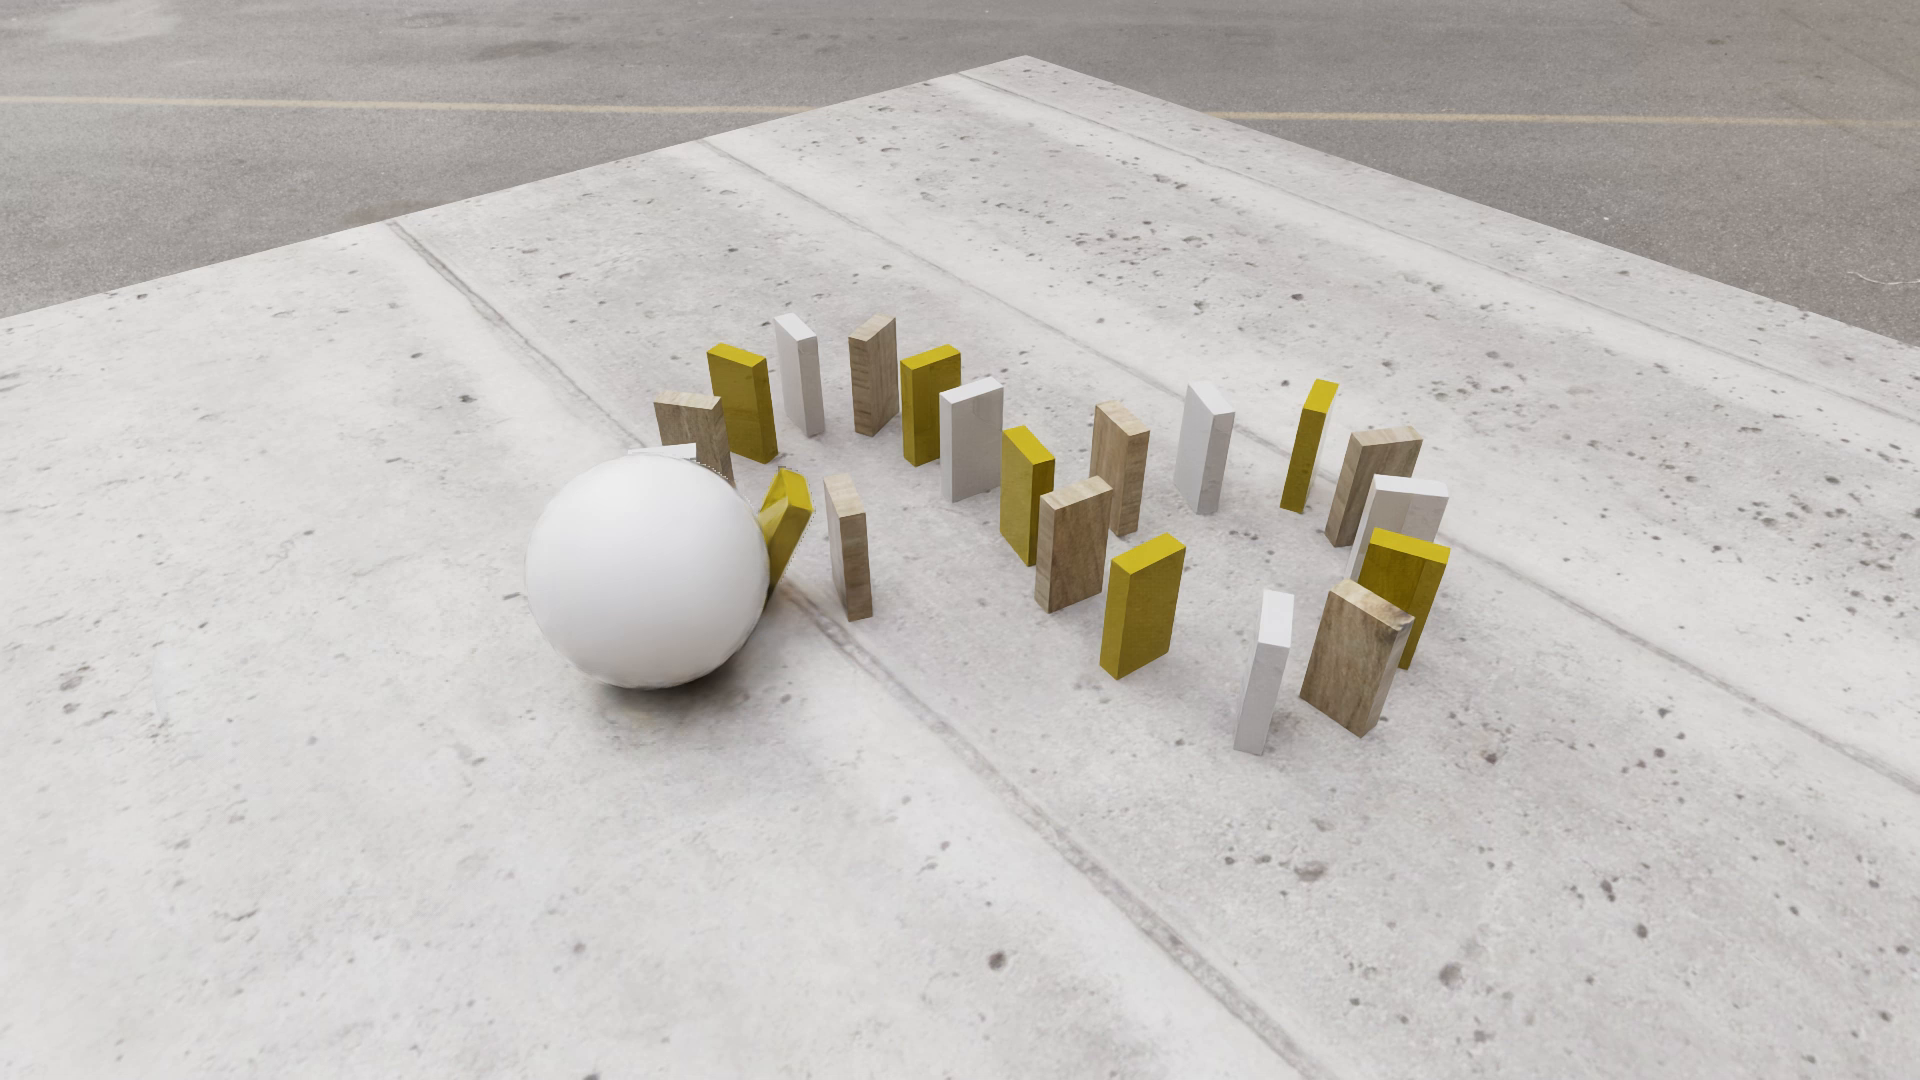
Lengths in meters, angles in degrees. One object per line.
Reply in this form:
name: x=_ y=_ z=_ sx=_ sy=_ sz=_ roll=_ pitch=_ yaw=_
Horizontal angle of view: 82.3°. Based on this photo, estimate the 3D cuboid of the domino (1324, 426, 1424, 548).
domino: x=0.164 y=-0.021 z=0.437 sx=0.025 sy=0.050 sz=0.009 roll=-7 pitch=40 yaw=-8

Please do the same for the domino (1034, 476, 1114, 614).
domino: x=0.042 y=0.002 z=0.409 sx=0.025 sy=0.050 sz=0.010 roll=-20 pitch=43 yaw=-23

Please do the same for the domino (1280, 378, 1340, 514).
domino: x=0.146 y=-0.039 z=0.459 sx=0.009 sy=0.050 sz=0.025 roll=17 pitch=42 yaw=20

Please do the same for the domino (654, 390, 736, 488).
domino: x=-0.109 y=-0.037 z=0.457 sx=0.025 sy=0.050 sz=0.009 roll=8 pitch=40 yaw=10

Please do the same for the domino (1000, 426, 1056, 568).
domino: x=0.026 y=-0.017 z=0.432 sx=0.010 sy=0.050 sz=0.025 roll=-17 pitch=42 yaw=-19

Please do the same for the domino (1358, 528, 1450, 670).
domino: x=0.151 y=0.021 z=0.386 sx=0.025 sy=0.050 sz=0.009 roll=18 pitch=43 yaw=20

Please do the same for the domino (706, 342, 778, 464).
domino: x=-0.095 y=-0.060 z=0.484 sx=0.025 sy=0.050 sz=0.010 roll=21 pitch=44 yaw=23

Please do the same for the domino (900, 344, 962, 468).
domino: x=-0.012 y=-0.059 z=0.483 sx=0.025 sy=0.050 sz=0.009 roll=-24 pitch=45 yaw=-26

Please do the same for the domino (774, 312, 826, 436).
domino: x=-0.073 y=-0.076 z=0.504 sx=0.010 sy=0.050 sz=0.025 roll=-21 pitch=44 yaw=-24

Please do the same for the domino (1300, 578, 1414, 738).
domino: x=0.130 y=0.039 z=0.363 sx=0.009 sy=0.050 sz=0.025 roll=-28 pitch=47 yaw=-30

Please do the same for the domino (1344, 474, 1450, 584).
domino: x=0.163 y=0.000 z=0.412 sx=0.025 sy=0.050 sz=0.010 roll=7 pitch=40 yaw=8

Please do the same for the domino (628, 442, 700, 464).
domino: x=-0.112 y=-0.013 z=0.427 sx=0.025 sy=0.050 sz=0.009 roll=-7 pitch=40 yaw=-8

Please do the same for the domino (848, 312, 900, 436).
domino: x=-0.039 y=-0.075 z=0.503 sx=0.009 sy=0.050 sz=0.025 roll=18 pitch=43 yaw=21

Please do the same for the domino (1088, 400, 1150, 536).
domino: x=0.064 y=-0.029 z=0.447 sx=0.010 sy=0.050 sz=0.025 roll=-17 pitch=42 yaw=-20

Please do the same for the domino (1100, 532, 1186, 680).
domino: x=0.063 y=0.024 z=0.383 sx=0.025 sy=0.050 sz=0.010 roll=-24 pitch=45 yaw=-26

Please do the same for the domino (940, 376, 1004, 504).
domino: x=0.005 y=-0.042 z=0.462 sx=0.025 sy=0.050 sz=0.009 roll=-21 pitch=44 yaw=-24

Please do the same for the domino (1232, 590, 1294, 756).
domino: x=0.099 y=0.044 z=0.358 sx=0.010 sy=0.050 sz=0.025 roll=10 pitch=40 yaw=12

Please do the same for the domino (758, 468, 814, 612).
domino: x=-0.071 y=0.001 z=0.410 sx=0.009 sy=0.050 sz=0.025 roll=17 pitch=27 yaw=-27

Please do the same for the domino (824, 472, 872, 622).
domino: x=-0.041 y=0.003 z=0.408 sx=0.009 sy=0.050 sz=0.025 roll=-12 pitch=41 yaw=-14

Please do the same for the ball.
ball: x=-0.105 y=0.011 z=0.375 sx=0.080 sy=0.080 sz=0.080 roll=0 pitch=39 yaw=0

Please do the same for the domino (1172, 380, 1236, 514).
domino: x=0.101 y=-0.038 z=0.458 sx=0.010 sy=0.050 sz=0.025 roll=-9 pitch=40 yaw=-11
